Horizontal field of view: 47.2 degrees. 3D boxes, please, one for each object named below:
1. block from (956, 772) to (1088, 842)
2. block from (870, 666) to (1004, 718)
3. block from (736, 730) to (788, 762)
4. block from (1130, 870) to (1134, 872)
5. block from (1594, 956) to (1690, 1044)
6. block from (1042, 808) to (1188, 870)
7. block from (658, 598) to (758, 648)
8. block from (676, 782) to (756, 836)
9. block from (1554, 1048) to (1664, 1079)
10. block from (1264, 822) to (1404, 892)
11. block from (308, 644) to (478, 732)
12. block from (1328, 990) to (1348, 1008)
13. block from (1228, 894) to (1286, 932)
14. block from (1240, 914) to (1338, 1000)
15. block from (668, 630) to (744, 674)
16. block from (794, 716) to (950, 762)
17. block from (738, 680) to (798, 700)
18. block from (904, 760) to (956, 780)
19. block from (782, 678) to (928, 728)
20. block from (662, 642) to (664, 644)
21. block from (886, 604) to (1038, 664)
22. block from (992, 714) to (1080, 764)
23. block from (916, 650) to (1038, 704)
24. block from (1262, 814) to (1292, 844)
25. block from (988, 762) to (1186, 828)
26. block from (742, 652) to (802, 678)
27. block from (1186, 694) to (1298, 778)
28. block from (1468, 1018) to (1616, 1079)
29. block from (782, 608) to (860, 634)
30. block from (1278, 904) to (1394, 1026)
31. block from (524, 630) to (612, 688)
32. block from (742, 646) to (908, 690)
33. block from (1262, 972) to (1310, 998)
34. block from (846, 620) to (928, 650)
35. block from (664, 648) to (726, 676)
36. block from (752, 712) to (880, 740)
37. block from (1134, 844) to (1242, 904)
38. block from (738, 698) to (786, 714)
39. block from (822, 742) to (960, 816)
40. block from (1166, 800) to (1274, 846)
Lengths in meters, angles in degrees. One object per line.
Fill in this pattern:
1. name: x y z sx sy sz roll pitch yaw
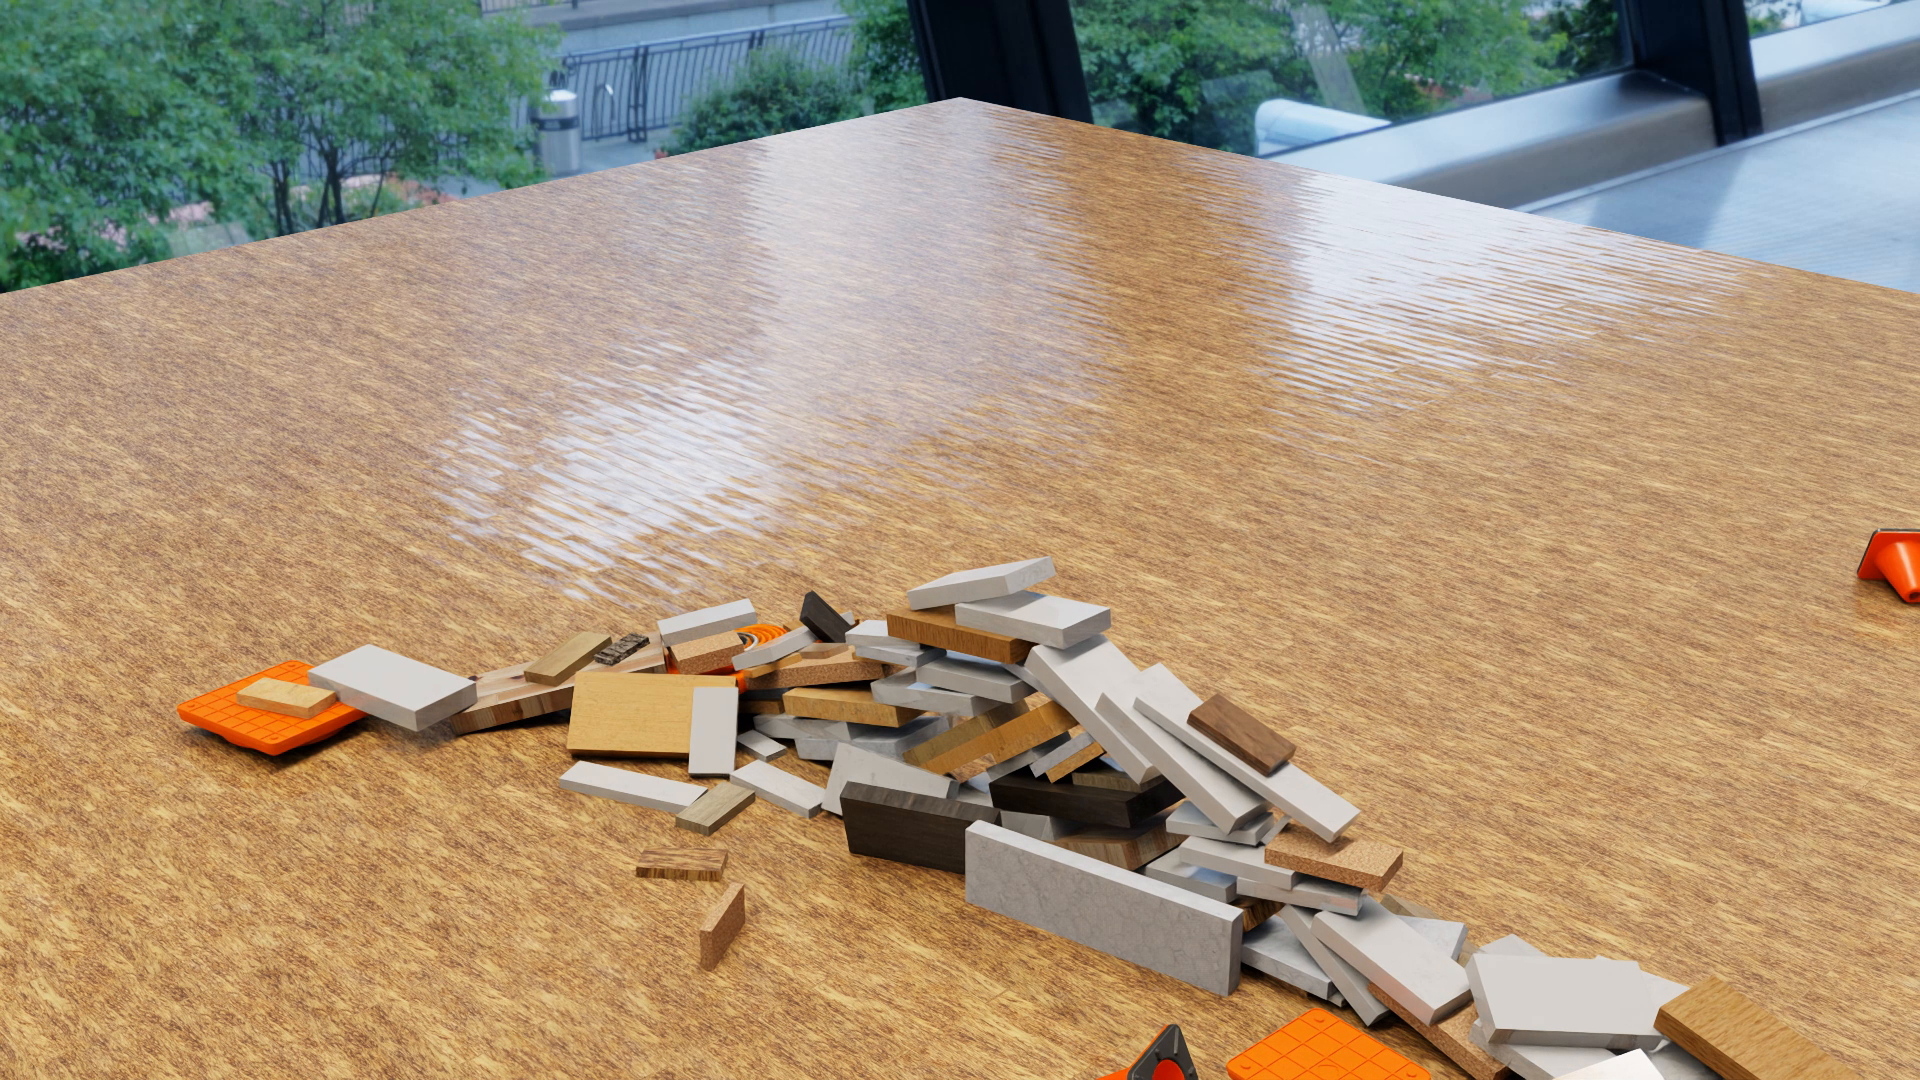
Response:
1. block: 0.113 0.522 4.328 0.180 0.051 0.359 -22 13 -41
2. block: -0.027 0.296 4.395 0.145 0.041 0.290 -22 17 -41
3. block: -0.429 0.441 4.702 0.057 0.016 0.114 -21 31 -40
4. block: 0.292 0.622 4.179 0.110 0.031 0.220 -22 15 -40
5. block: 1.181 0.793 3.759 0.244 0.035 0.122 17 28 34
6. block: 0.253 0.568 4.194 0.180 0.051 0.359 -22 10 -41
7. block: -0.562 0.184 4.895 0.211 0.030 0.105 -14 18 -10
8. block: -0.494 0.543 4.450 0.081 0.023 0.163 13 26 27
9. block: 0.989 0.915 3.468 0.298 0.042 0.149 -13 43 -18
10. block: 0.651 0.552 3.833 0.214 0.030 0.107 11 24 29
11. block: -1.238 0.320 4.796 0.345 0.049 0.172 15 26 32
12. block: 0.647 0.784 3.859 0.048 0.014 0.096 -17 28 -38
13. block: 0.463 0.672 4.010 0.124 0.035 0.248 -22 8 -41
14. block: 0.583 0.732 3.921 0.248 0.035 0.124 19 28 38
15. block: -0.574 0.226 4.887 0.145 0.041 0.290 -15 18 -12
16. block: -0.184 0.414 4.602 0.314 0.044 0.157 -4 14 46
17. block: -0.405 0.318 4.812 0.197 0.028 0.099 -5 13 44
18. block: -0.080 0.476 4.520 0.072 0.021 0.145 -22 45 -40
19. block: -0.200 0.328 4.574 0.314 0.044 0.157 2 18 40
20. block: -0.704 0.256 5.142 0.045 0.013 0.090 19 29 37
21. block: 0.031 0.169 4.317 0.329 0.047 0.164 11 23 42
22. block: 0.151 0.375 4.207 0.093 0.026 0.185 -22 -6 -42
23. block: 0.050 0.261 4.307 0.261 0.037 0.131 9 23 44
24. block: 0.574 0.497 3.899 0.014 0.096 0.048 43 27 10
25. block: 0.245 0.470 4.166 0.180 0.051 0.359 -21 15 -41
26. block: -0.400 0.266 4.691 0.116 0.016 0.058 -19 8 -24
27. block: 0.502 0.347 3.925 0.178 0.025 0.089 34 40 26
28. block: 0.987 0.855 3.621 0.266 0.038 0.133 32 37 31
29. block: -0.331 0.205 5.249 0.164 0.023 0.082 -16 28 -32
30. block: 0.681 0.721 3.842 0.124 0.035 0.248 -14 55 -40
31. block: -0.866 0.262 4.866 0.094 0.027 0.188 7 30 34
32. block: -0.264 0.264 4.655 0.423 0.041 0.145 -9 10 43
33. block: 0.592 0.778 3.909 0.048 0.014 0.096 -21 31 -40
34. block: -0.134 0.191 4.425 0.173 0.024 0.086 3 18 29
35. block: -0.635 0.290 5.040 0.099 0.028 0.197 -20 30 -39
36. block: -0.282 0.376 4.690 0.157 0.044 0.314 -22 13 -41
37. block: 0.436 0.605 4.012 0.110 0.031 0.220 -21 20 -39
38. block: -0.423 0.350 4.819 0.099 0.028 0.197 -22 13 -42
39. block: -0.140 0.508 4.383 0.276 0.138 0.039 15 0 32
40. block: 0.468 0.508 3.959 0.173 0.024 0.086 5 21 30
